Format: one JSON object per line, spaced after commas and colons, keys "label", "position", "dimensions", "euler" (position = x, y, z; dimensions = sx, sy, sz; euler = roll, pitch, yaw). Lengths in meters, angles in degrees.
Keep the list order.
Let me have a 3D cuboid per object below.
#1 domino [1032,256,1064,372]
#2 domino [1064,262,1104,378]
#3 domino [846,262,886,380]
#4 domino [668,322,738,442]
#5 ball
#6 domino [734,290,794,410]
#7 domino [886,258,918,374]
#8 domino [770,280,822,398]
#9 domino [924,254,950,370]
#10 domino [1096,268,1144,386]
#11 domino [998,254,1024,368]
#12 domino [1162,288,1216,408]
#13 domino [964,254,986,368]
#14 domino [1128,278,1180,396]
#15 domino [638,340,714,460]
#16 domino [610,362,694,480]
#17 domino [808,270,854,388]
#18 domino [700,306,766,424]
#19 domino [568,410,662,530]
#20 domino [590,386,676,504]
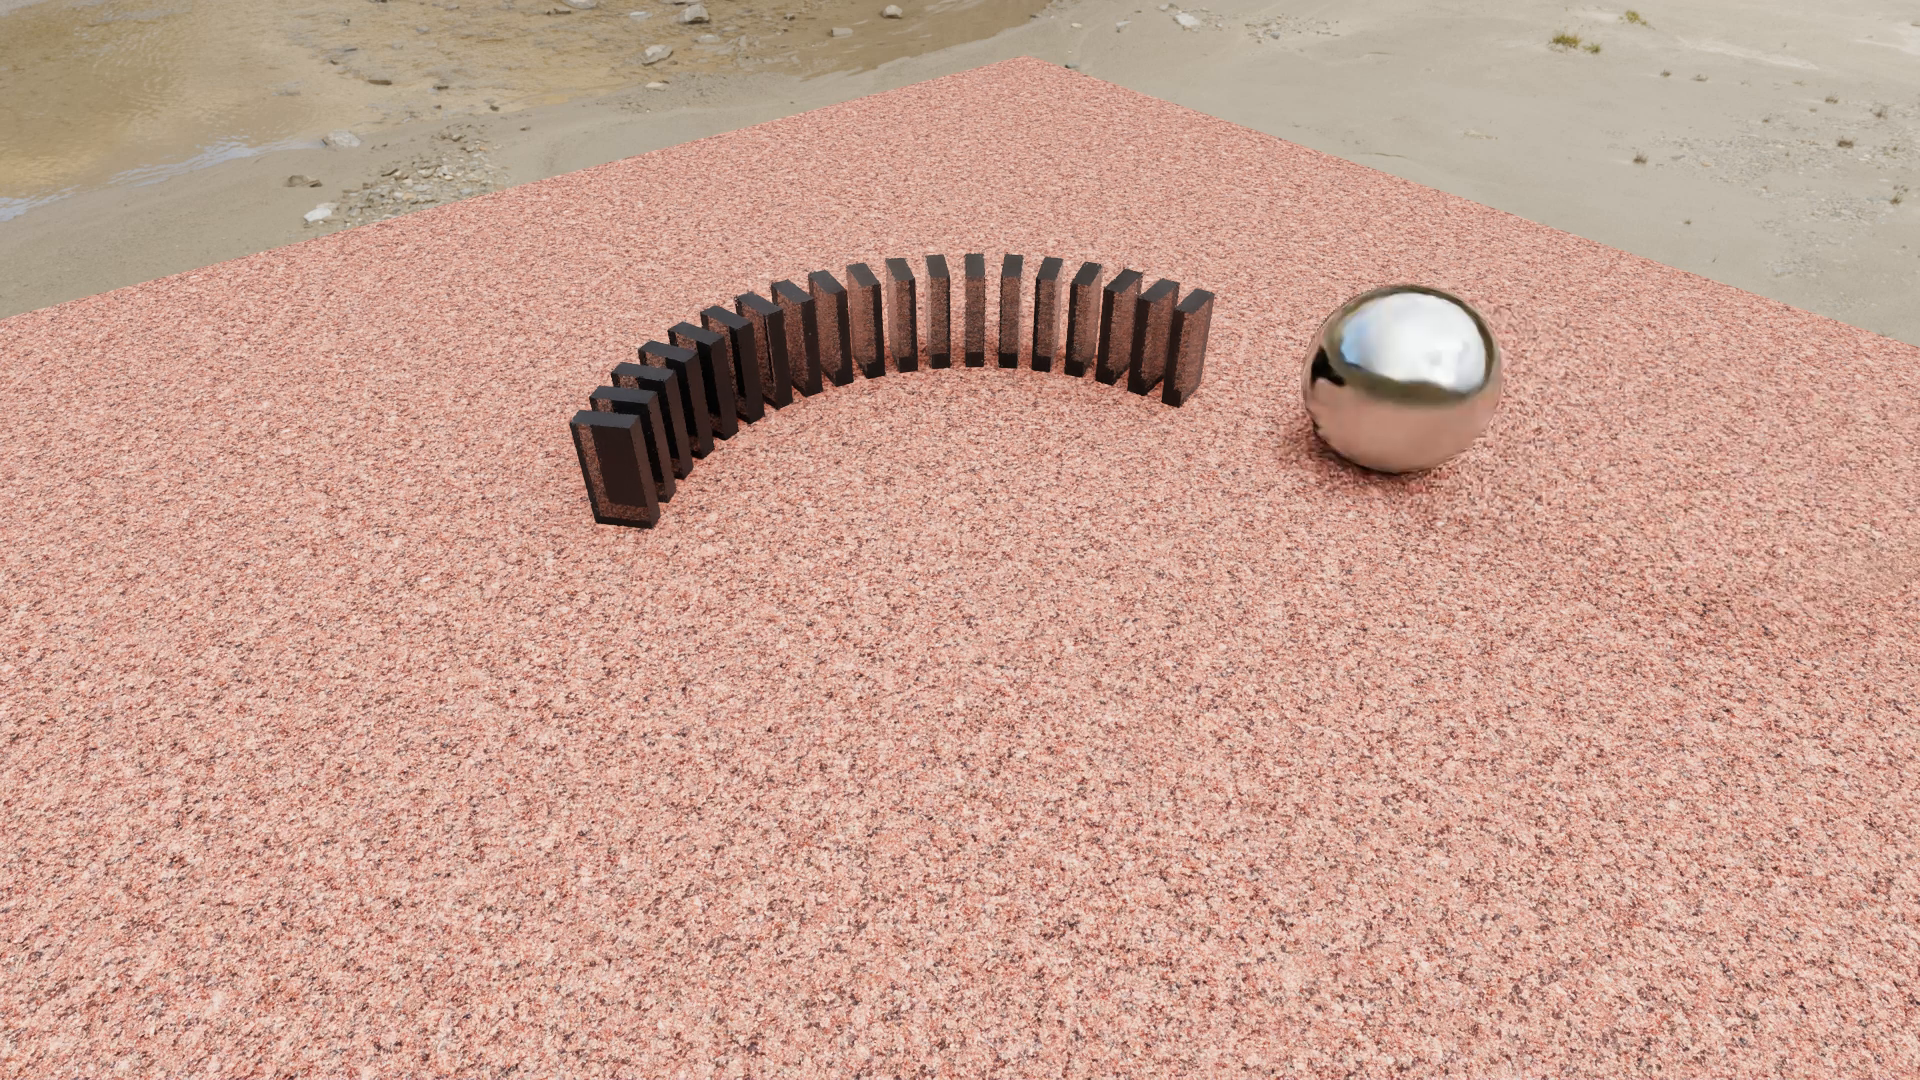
{"label": "domino", "position": [0.044, -0.112, 0.548], "dimensions": [0.009, 0.050, 0.025], "euler": [9, 40, 10]}
{"label": "domino", "position": [0.061, -0.109, 0.544], "dimensions": [0.010, 0.050, 0.025], "euler": [13, 41, 16]}
{"label": "domino", "position": [-0.046, -0.108, 0.543], "dimensions": [0.009, 0.050, 0.025], "euler": [-14, 41, -17]}
{"label": "domino", "position": [-0.116, -0.072, 0.499], "dimensions": [0.025, 0.050, 0.009], "euler": [22, 44, 25]}
{"label": "ball", "position": [0.189, -0.069, 0.472], "dimensions": [0.080, 0.080, 0.080], "euler": [0, 39, 0]}
{"label": "domino", "position": [-0.093, -0.089, 0.521], "dimensions": [0.010, 0.050, 0.025], "euler": [-31, 48, -32]}
{"label": "domino", "position": [-0.029, -0.112, 0.548], "dimensions": [0.010, 0.050, 0.025], "euler": [-10, 40, -11]}
{"label": "domino", "position": [-0.078, -0.097, 0.530], "dimensions": [0.009, 0.050, 0.025], "euler": [-25, 45, -27]}
{"label": "domino", "position": [-0.011, -0.114, 0.551], "dimensions": [0.009, 0.050, 0.025], "euler": [-5, 40, -6]}
{"label": "domino", "position": [0.078, -0.104, 0.538], "dimensions": [0.010, 0.050, 0.025], "euler": [20, 44, 23]}
{"label": "domino", "position": [0.026, -0.114, 0.551], "dimensions": [0.010, 0.050, 0.025], "euler": [4, 40, 5]}
{"label": "domino", "position": [0.108, -0.091, 0.522], "dimensions": [0.010, 0.050, 0.025], "euler": [23, 44, 25]}
{"label": "domino", "position": [0.007, -0.115, 0.552], "dimensions": [0.009, 0.050, 0.025], "euler": [0, 39, -1]}
{"label": "domino", "position": [0.093, -0.098, 0.531], "dimensions": [0.010, 0.050, 0.025], "euler": [24, 45, 26]}
{"label": "domino", "position": [-0.125, -0.062, 0.487], "dimensions": [0.025, 0.050, 0.009], "euler": [17, 42, 20]}
{"label": "domino", "position": [-0.132, -0.051, 0.473], "dimensions": [0.025, 0.050, 0.009], "euler": [11, 40, 13]}
{"label": "domino", "position": [-0.063, -0.103, 0.537], "dimensions": [0.010, 0.050, 0.025], "euler": [-19, 43, -22]}
{"label": "domino", "position": [-0.105, -0.081, 0.510], "dimensions": [0.025, 0.050, 0.009], "euler": [28, 47, 30]}
{"label": "domino", "position": [-0.139, -0.028, 0.446], "dimensions": [0.025, 0.050, 0.010], "euler": [6, 40, 7]}
{"label": "domino", "position": [-0.136, -0.039, 0.460], "dimensions": [0.025, 0.050, 0.010], "euler": [7, 40, 8]}
